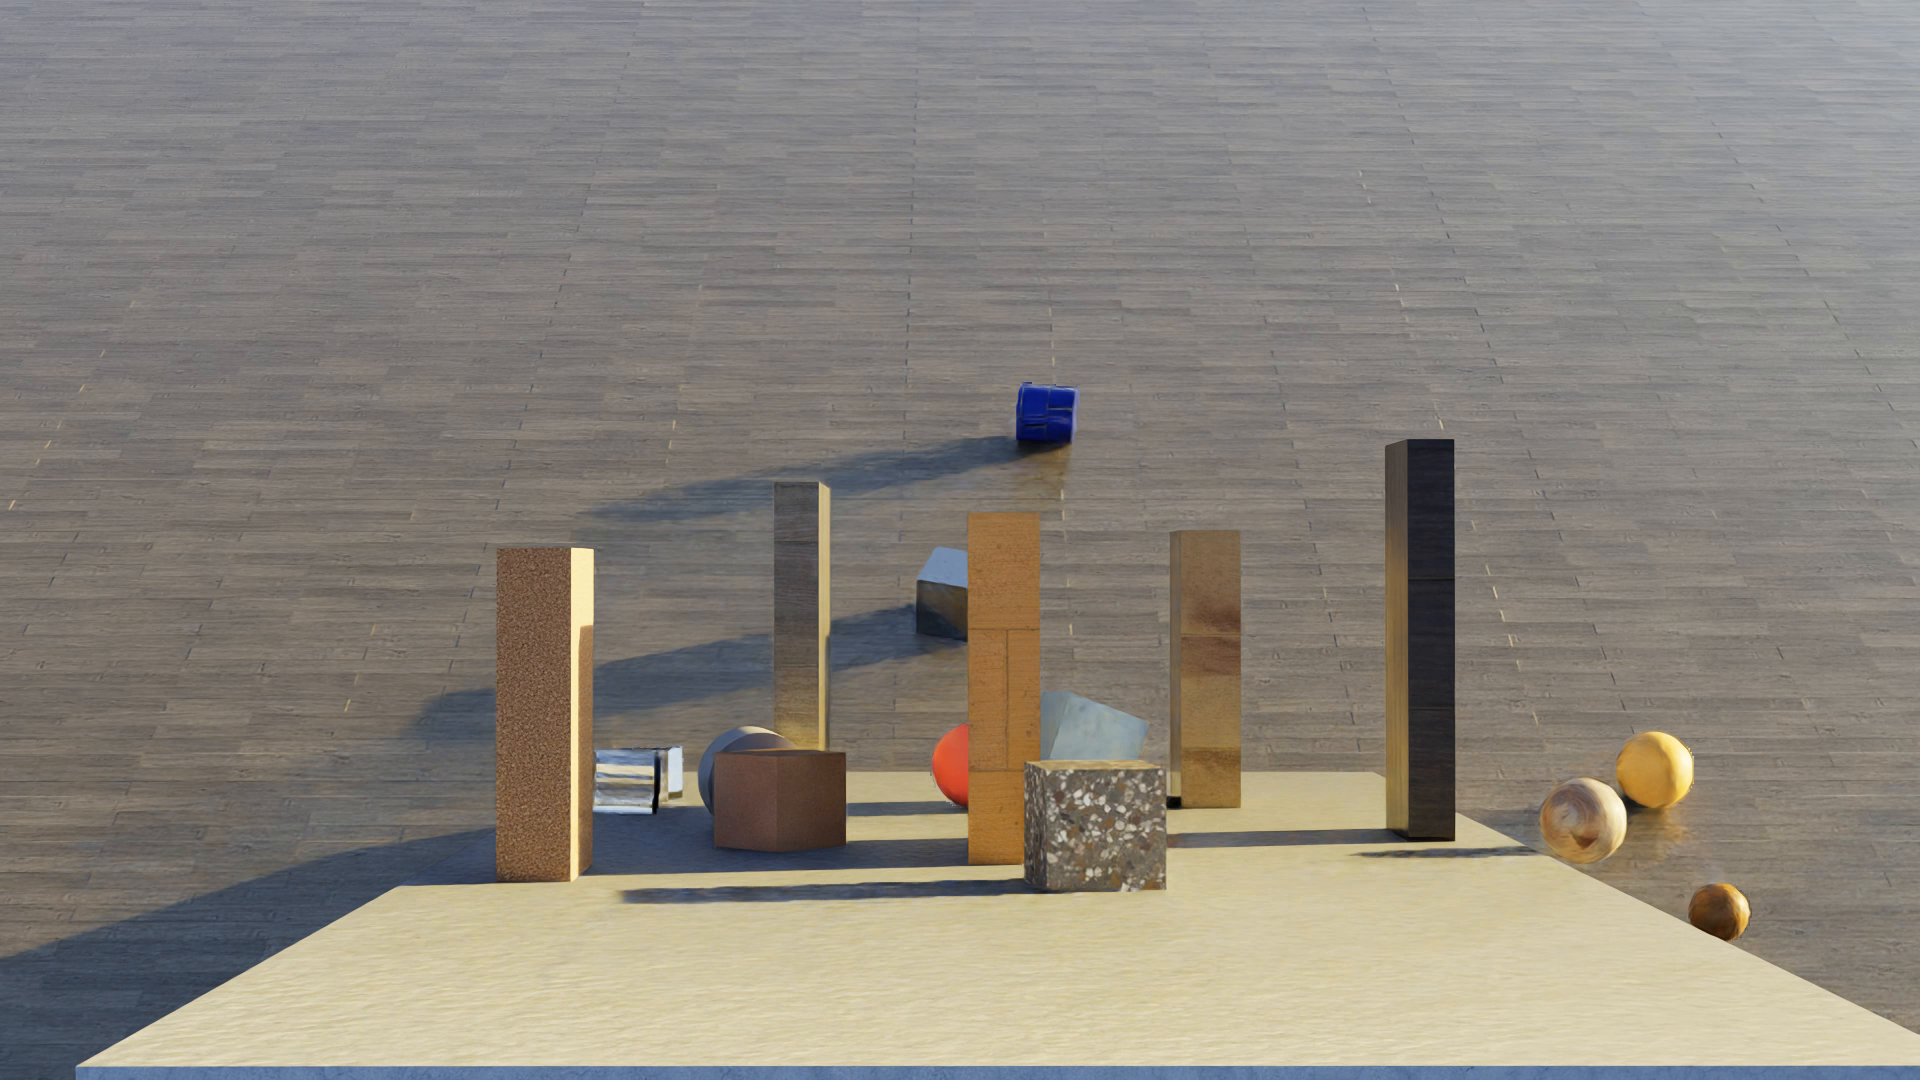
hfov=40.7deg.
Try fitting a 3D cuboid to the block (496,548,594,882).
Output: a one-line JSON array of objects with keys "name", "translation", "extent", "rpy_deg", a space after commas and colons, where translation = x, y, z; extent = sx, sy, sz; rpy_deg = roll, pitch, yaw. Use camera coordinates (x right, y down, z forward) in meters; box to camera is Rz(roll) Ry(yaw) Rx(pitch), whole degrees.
[{"name": "block", "translation": [-0.714, 0.294, 4.469], "extent": [0.125, 0.559, 0.260], "rpy_deg": [0, -1, 0]}]

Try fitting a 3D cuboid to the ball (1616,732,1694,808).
[{"name": "ball", "translation": [1.797, 0.594, 6.705], "extent": [0.194, 0.194, 0.194], "rpy_deg": [0, 32, 0]}]

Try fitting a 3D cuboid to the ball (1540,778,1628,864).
[{"name": "ball", "translation": [1.162, 0.524, 4.835], "extent": [0.160, 0.160, 0.160], "rpy_deg": [0, 32, 0]}]

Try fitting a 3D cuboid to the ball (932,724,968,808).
[{"name": "ball", "translation": [0.033, 0.495, 5.696], "extent": [0.187, 0.187, 0.187], "rpy_deg": [0, 32, 0]}]

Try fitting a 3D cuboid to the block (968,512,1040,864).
[{"name": "block", "translation": [0.078, 0.265, 4.774], "extent": [0.126, 0.623, 0.361], "rpy_deg": [0, -1, 0]}]

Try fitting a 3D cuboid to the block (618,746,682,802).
[{"name": "block", "translation": [-0.709, 0.533, 5.915], "extent": [0.117, 0.117, 0.117], "rpy_deg": [0, -1, 14]}]

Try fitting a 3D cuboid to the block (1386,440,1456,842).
[{"name": "block", "translation": [0.906, 0.194, 5.113], "extent": [0.091, 0.774, 0.261], "rpy_deg": [0, -1, 0]}]

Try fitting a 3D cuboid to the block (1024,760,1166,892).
[{"name": "block", "translation": [0.222, 0.472, 4.300], "extent": [0.198, 0.198, 0.198], "rpy_deg": [0, -1, -9]}]

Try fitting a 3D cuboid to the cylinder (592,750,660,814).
[{"name": "cylinder", "translation": [-0.714, 0.515, 5.506], "extent": [0.134, 0.134, 0.134], "rpy_deg": [4, 30, -15]}]

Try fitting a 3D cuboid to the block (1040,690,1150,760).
[{"name": "block", "translation": [0.273, 0.463, 5.778], "extent": [0.195, 0.195, 0.195], "rpy_deg": [21, -7, -15]}]

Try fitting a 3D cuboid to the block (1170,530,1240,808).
[{"name": "block", "translation": [0.551, 0.285, 5.836], "extent": [0.131, 0.610, 0.295], "rpy_deg": [0, -1, 0]}]

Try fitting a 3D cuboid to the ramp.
[{"name": "ramp", "translation": [0.071, 0.626, 4.718], "extent": [2.000, 0.100, 4.000], "rpy_deg": [0, -1, 0]}]

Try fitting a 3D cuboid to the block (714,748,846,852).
[{"name": "block", "translation": [-0.341, 0.491, 4.911], "extent": [0.176, 0.176, 0.176], "rpy_deg": [-1, -1, 44]}]

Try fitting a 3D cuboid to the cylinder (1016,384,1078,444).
[{"name": "cylinder", "translation": [0.279, -0.403, 8.310], "extent": [0.179, 0.179, 0.179], "rpy_deg": [5, 32, 7]}]

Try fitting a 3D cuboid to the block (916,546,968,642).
[{"name": "block", "translation": [-0.009, 0.156, 7.417], "extent": [0.183, 0.183, 0.183], "rpy_deg": [9, 33, 14]}]

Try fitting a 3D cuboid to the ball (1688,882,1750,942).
[{"name": "ball", "translation": [1.799, 0.883, 6.143], "extent": [0.139, 0.139, 0.139], "rpy_deg": [0, 32, 0]}]

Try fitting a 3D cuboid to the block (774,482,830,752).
[{"name": "block", "translation": [-0.332, 0.235, 5.475], "extent": [0.091, 0.701, 0.441], "rpy_deg": [0, -1, 0]}]

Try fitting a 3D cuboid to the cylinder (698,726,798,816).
[{"name": "cylinder", "translation": [-0.406, 0.478, 5.130], "extent": [0.207, 0.207, 0.207], "rpy_deg": [-7, 1, -11]}]
